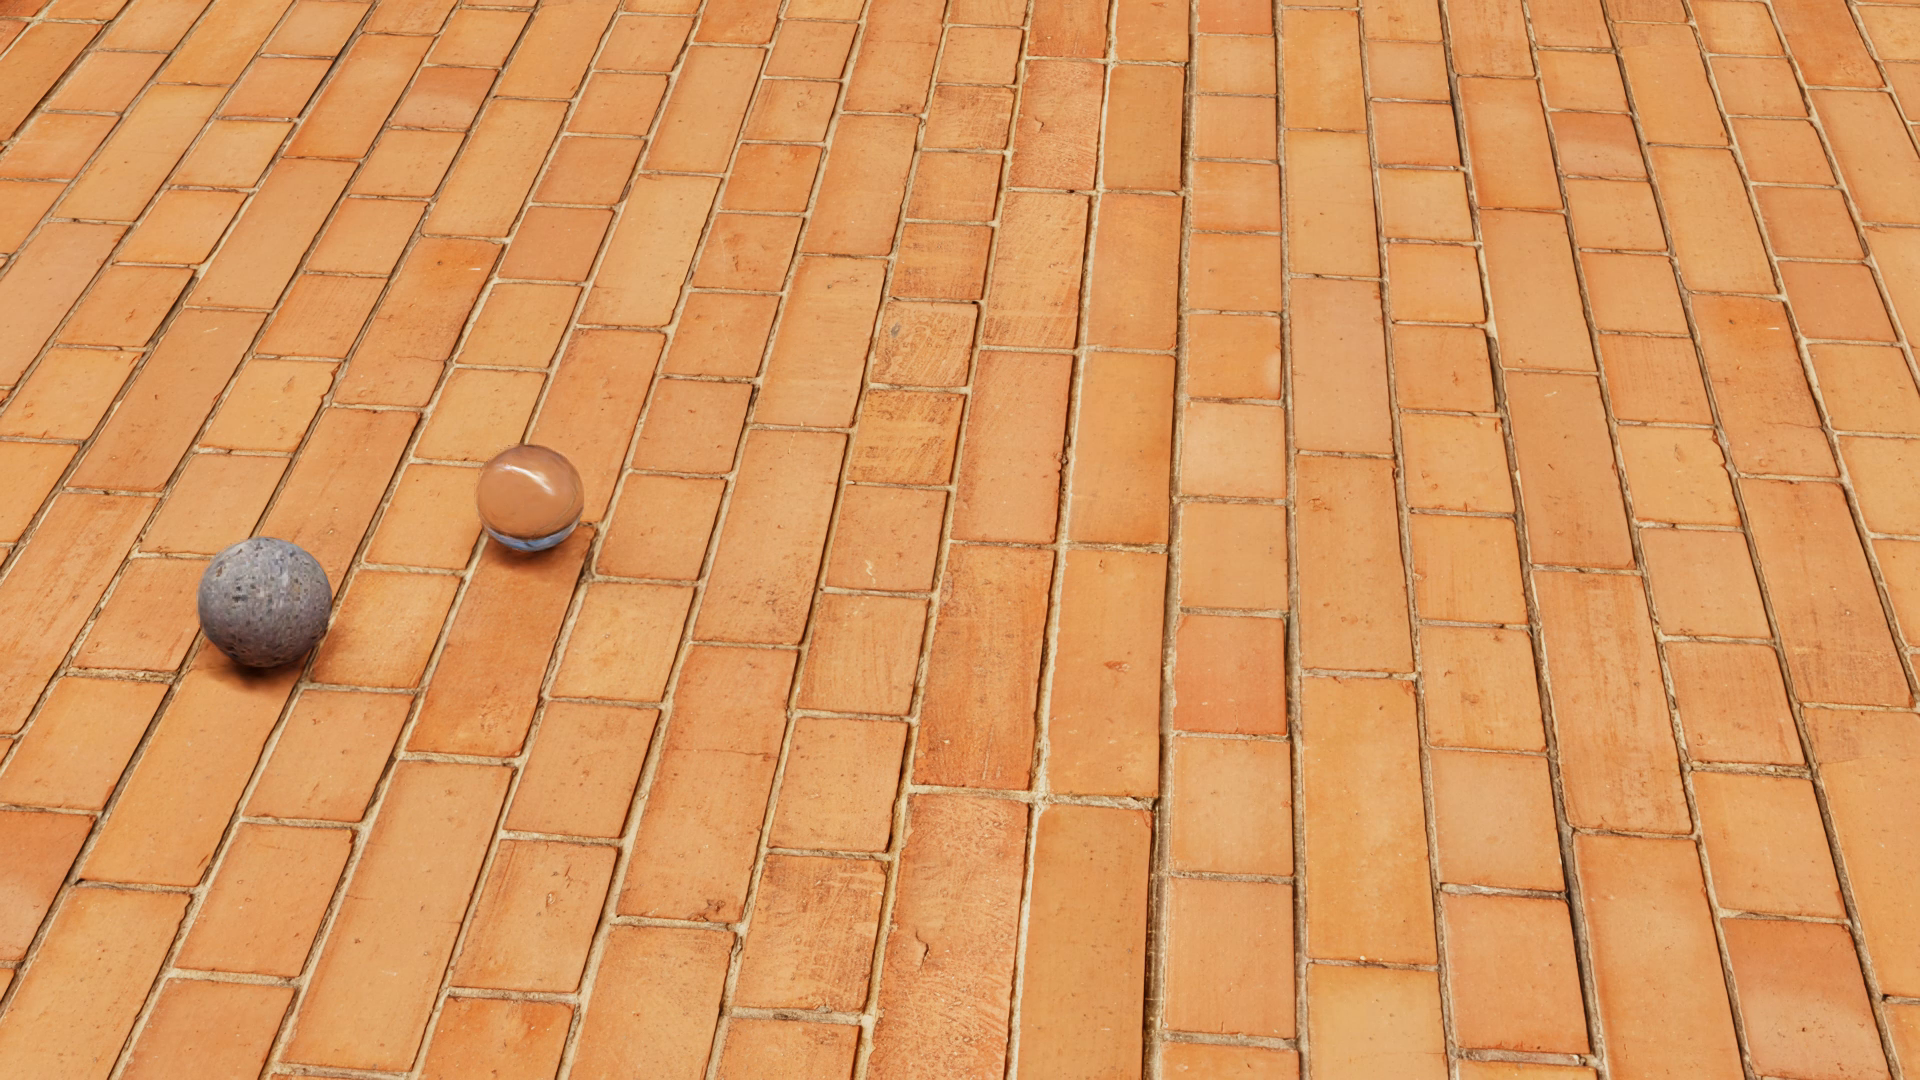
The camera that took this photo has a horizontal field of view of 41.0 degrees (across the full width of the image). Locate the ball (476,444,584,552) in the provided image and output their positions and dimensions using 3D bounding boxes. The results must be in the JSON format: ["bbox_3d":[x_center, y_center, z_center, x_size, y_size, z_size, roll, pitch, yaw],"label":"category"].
[{"bbox_3d":[-0.284,-0.028,1.697,0.072,0.072,0.072,0,36,0],"label":"ball"}]

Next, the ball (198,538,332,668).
[{"bbox_3d":[-0.432,0.039,1.597,0.081,0.081,0.081,0,36,0],"label":"ball"}]
